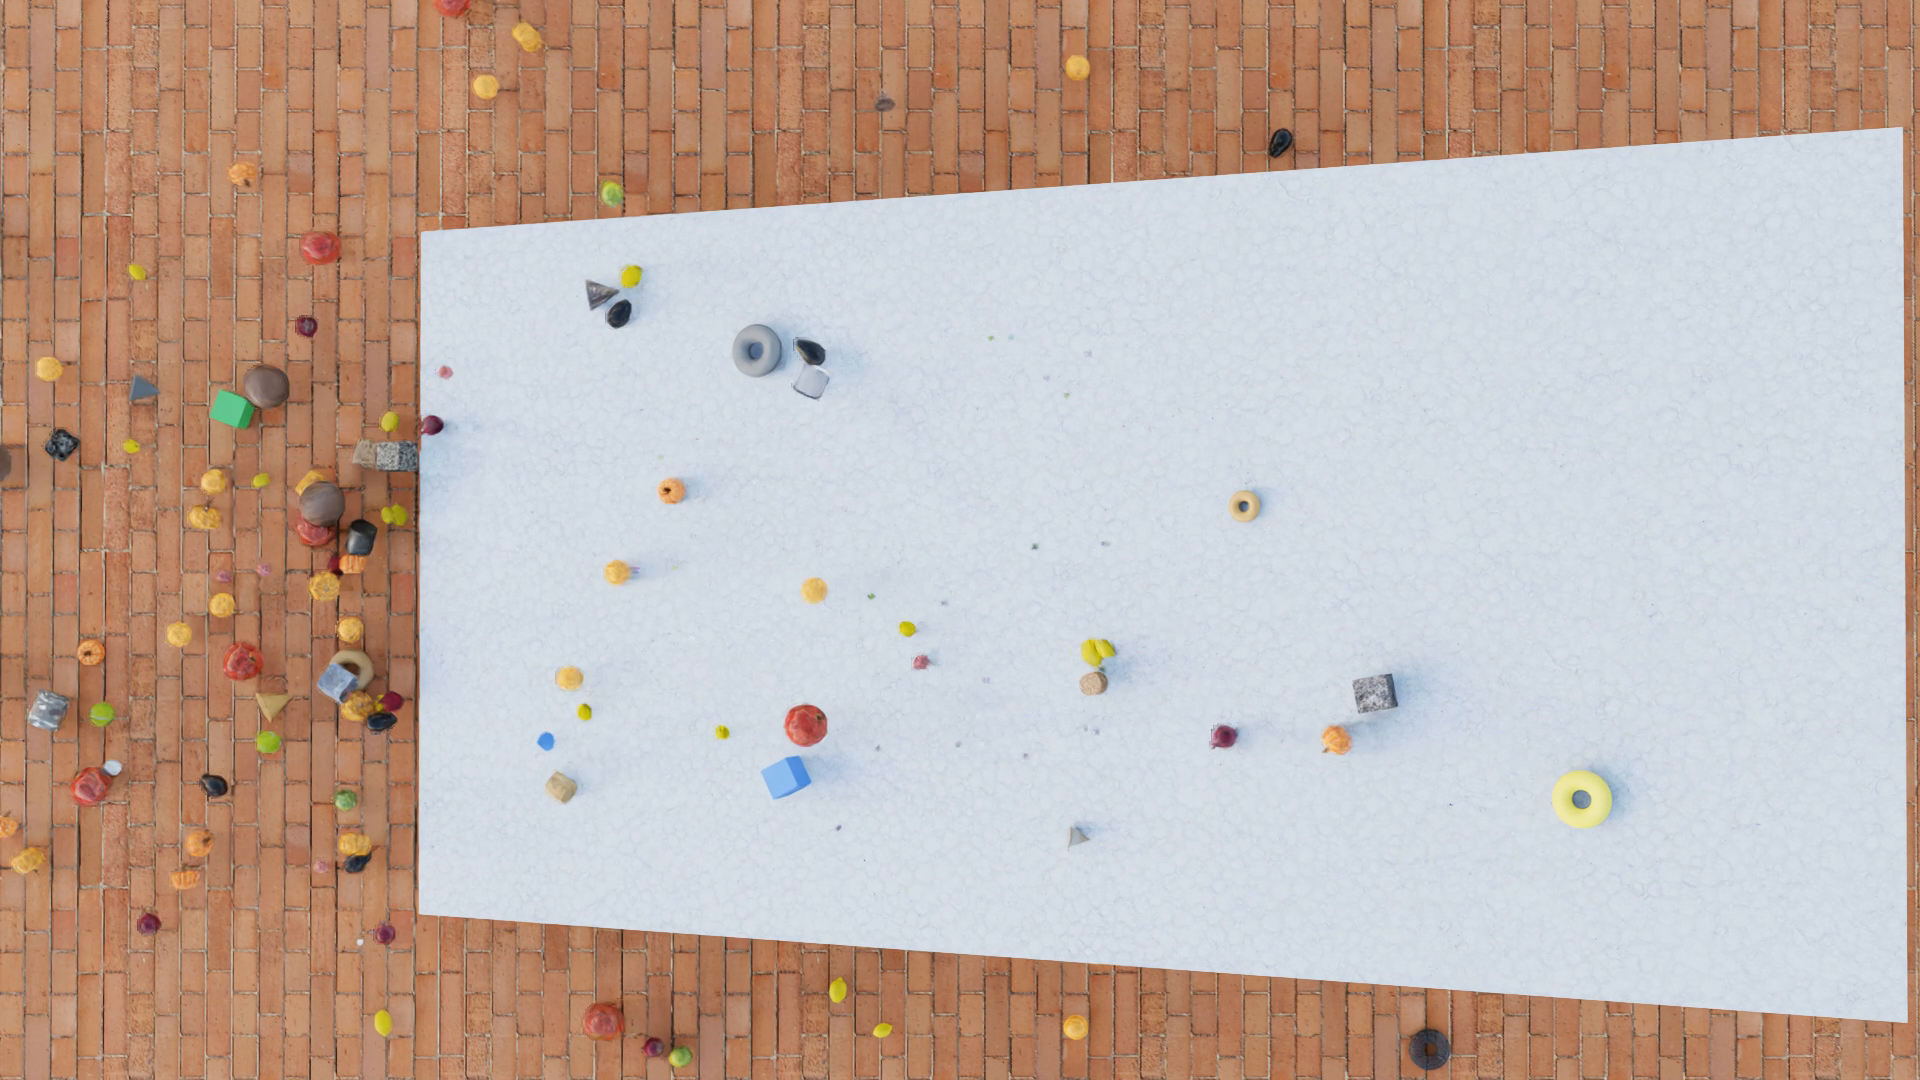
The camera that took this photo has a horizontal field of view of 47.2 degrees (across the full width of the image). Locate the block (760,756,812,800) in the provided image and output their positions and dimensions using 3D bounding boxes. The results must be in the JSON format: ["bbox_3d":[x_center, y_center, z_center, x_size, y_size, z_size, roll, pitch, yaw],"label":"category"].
[{"bbox_3d":[-0.469,0.640,5.931,0.084,0.084,0.084,-30,78,20],"label":"block"}]

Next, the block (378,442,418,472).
[{"bbox_3d":[-1.646,-0.245,6.438,0.082,0.082,0.082,0,89,29],"label":"block"}]

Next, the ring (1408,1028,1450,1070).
[{"bbox_3d":[1.388,1.506,6.501,0.123,0.041,0.123,0,90,-1],"label":"ring"}]

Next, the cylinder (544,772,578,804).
[{"bbox_3d":[-1.128,0.700,6.214,0.064,0.064,0.064,33,89,19],"label":"cylinder"}]

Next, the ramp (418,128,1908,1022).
[{"bbox_3d":[0.283,0.086,5.724,4.000,0.100,2.000,0,89,23],"label":"ramp"}]

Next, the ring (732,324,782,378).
[{"bbox_3d":[-0.554,-0.516,6.000,0.146,0.049,0.146,-1,87,22],"label":"ring"}]

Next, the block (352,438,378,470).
[{"bbox_3d":[-1.745,-0.255,6.490,0.076,0.076,0.076,15,85,-18],"label":"block"}]

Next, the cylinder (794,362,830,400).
[{"bbox_3d":[-0.398,-0.426,5.918,0.077,0.077,0.077,25,99,0],"label":"cylinder"}]

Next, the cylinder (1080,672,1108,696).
[{"bbox_3d":[0.341,0.367,5.611,0.059,0.059,0.059,0,89,23],"label":"cylinder"}]

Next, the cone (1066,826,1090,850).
[{"bbox_3d":[0.307,0.765,5.638,0.058,0.058,0.058,3,89,-13],"label":"cone"}]

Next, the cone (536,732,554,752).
[{"bbox_3d":[-1.190,0.575,6.247,0.054,0.054,0.054,0,89,23],"label":"cone"}]

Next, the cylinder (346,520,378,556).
[{"bbox_3d":[-1.762,-0.006,6.469,0.077,0.077,0.077,23,118,0],"label":"cylinder"}]

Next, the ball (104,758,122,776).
[{"bbox_3d":[-2.507,0.673,6.506,0.051,0.051,0.051,0,89,0],"label":"ball"}]

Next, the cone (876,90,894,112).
[{"bbox_3d":[-0.225,-1.317,6.543,0.058,0.058,0.058,-4,63,0],"label":"cone"}]

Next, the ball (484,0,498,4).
[{"bbox_3d":[-1.393,-1.621,6.533,0.053,0.053,0.053,0,89,0],"label":"ball"}]

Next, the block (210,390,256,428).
[{"bbox_3d":[-2.149,-0.386,6.501,0.087,0.087,0.087,20,89,0],"label":"block"}]

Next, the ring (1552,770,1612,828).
[{"bbox_3d":[1.457,0.608,5.151,0.138,0.046,0.138,1,93,25],"label":"ring"}]

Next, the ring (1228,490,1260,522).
[{"bbox_3d":[0.709,-0.084,5.481,0.081,0.027,0.081,-1,88,23],"label":"ring"}]

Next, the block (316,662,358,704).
[{"bbox_3d":[-1.821,0.419,6.438,0.078,0.078,0.078,31,69,5],"label":"block"}]

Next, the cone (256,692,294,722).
[{"bbox_3d":[-2.016,0.475,6.512,0.098,0.098,0.098,-28,89,-27],"label":"cone"}]

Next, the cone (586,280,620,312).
[{"bbox_3d":[-1.000,-0.694,6.191,0.092,0.092,0.092,-9,89,-4],"label":"cone"}]

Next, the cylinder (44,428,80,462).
[{"bbox_3d":[-2.658,-0.280,6.507,0.072,0.072,0.072,37,89,0],"label":"cylinder"}]

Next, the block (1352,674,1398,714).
[{"bbox_3d":[1.005,0.371,5.322,0.082,0.082,0.082,-12,85,22],"label":"block"}]

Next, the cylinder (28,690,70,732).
[{"bbox_3d":[-2.687,0.503,6.487,0.093,0.093,0.093,21,89,0],"label":"cylinder"}]

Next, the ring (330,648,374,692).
[{"bbox_3d":[-1.804,0.387,6.513,0.134,0.045,0.134,0,90,-1],"label":"ring"}]

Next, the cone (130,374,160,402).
[{"bbox_3d":[-2.413,-0.442,6.526,0.083,0.083,0.083,12,89,-27],"label":"cone"}]
